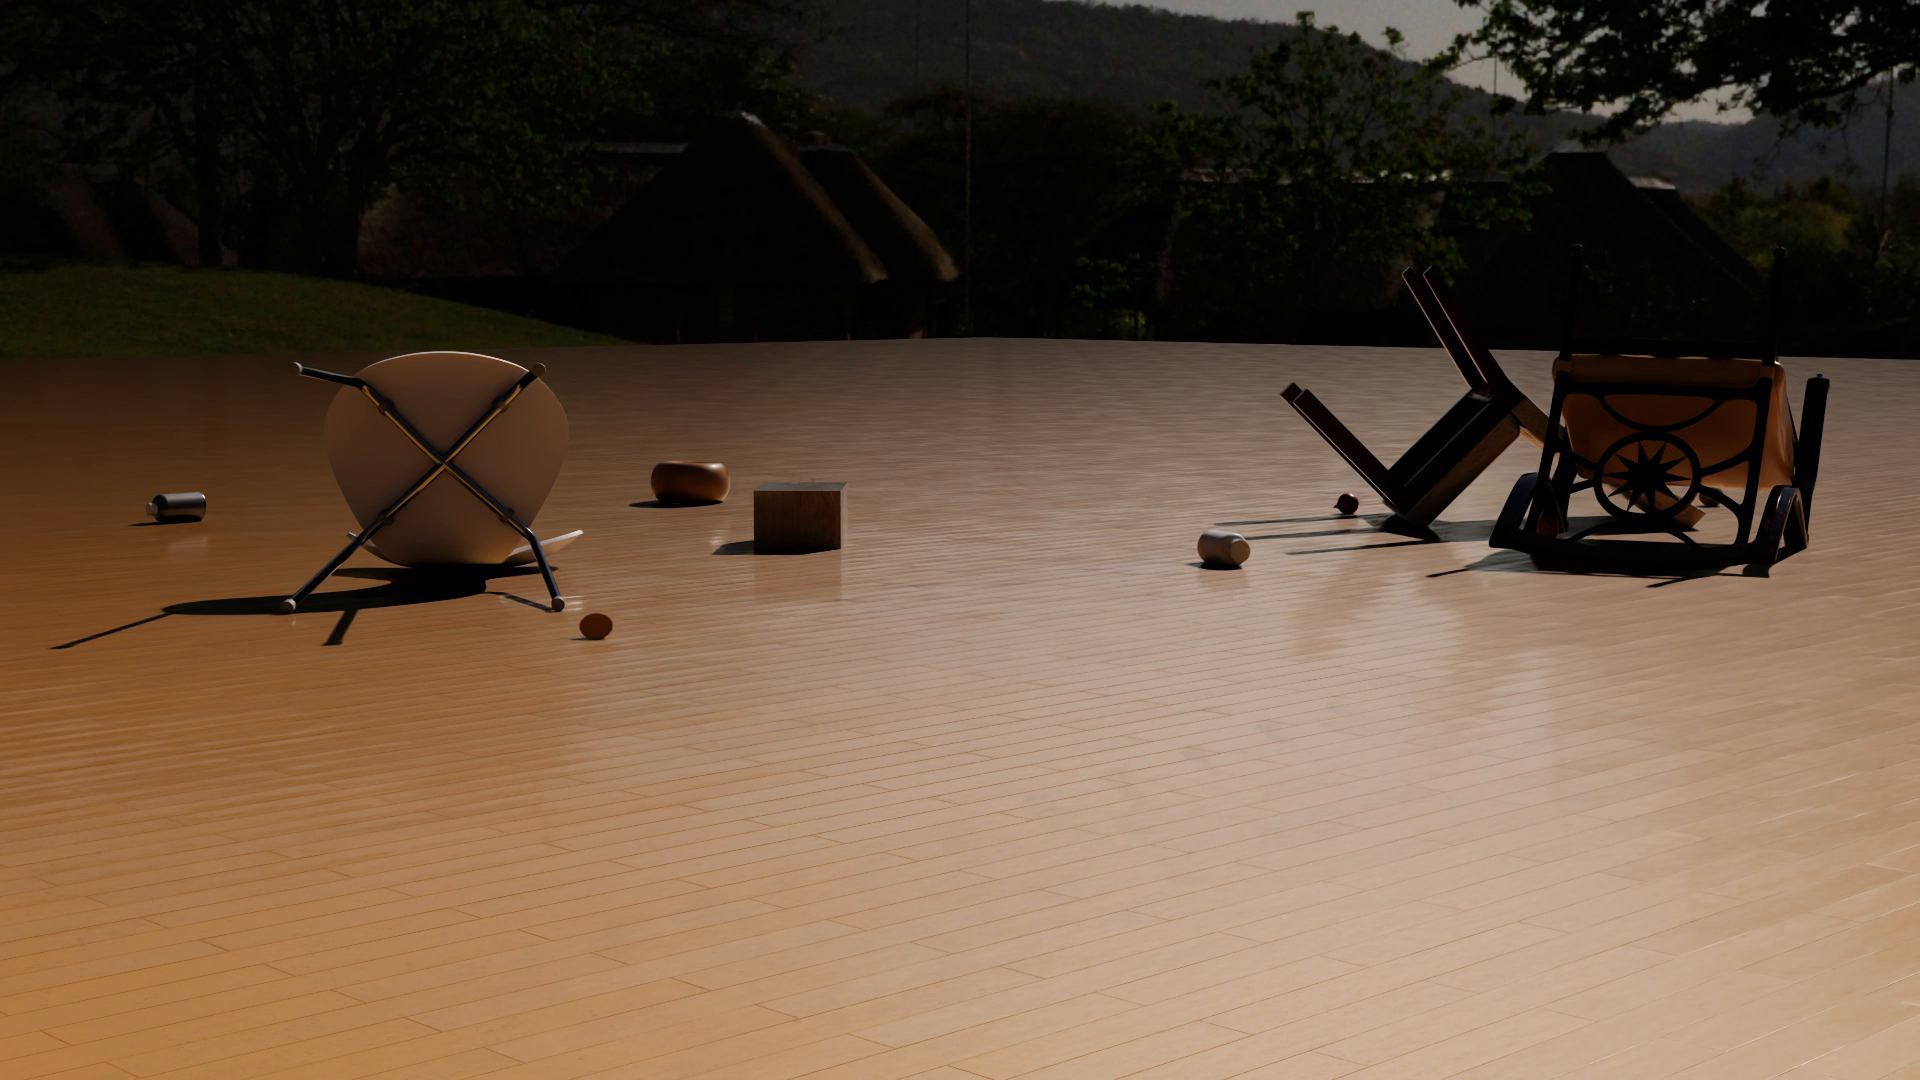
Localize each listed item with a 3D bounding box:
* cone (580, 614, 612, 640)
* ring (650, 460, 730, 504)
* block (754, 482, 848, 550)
[{"bbox_3d":[-0.662,0.166,4.692,0.062,0.052,0.041,7,-26,7],"label":"cone"},{"bbox_3d":[-0.786,-0.169,7.486,0.231,0.118,0.242,0,4,-16],"label":"ring"},{"bbox_3d":[-0.390,-0.061,6.314,0.210,0.142,0.244,0,6,2],"label":"block"}]
